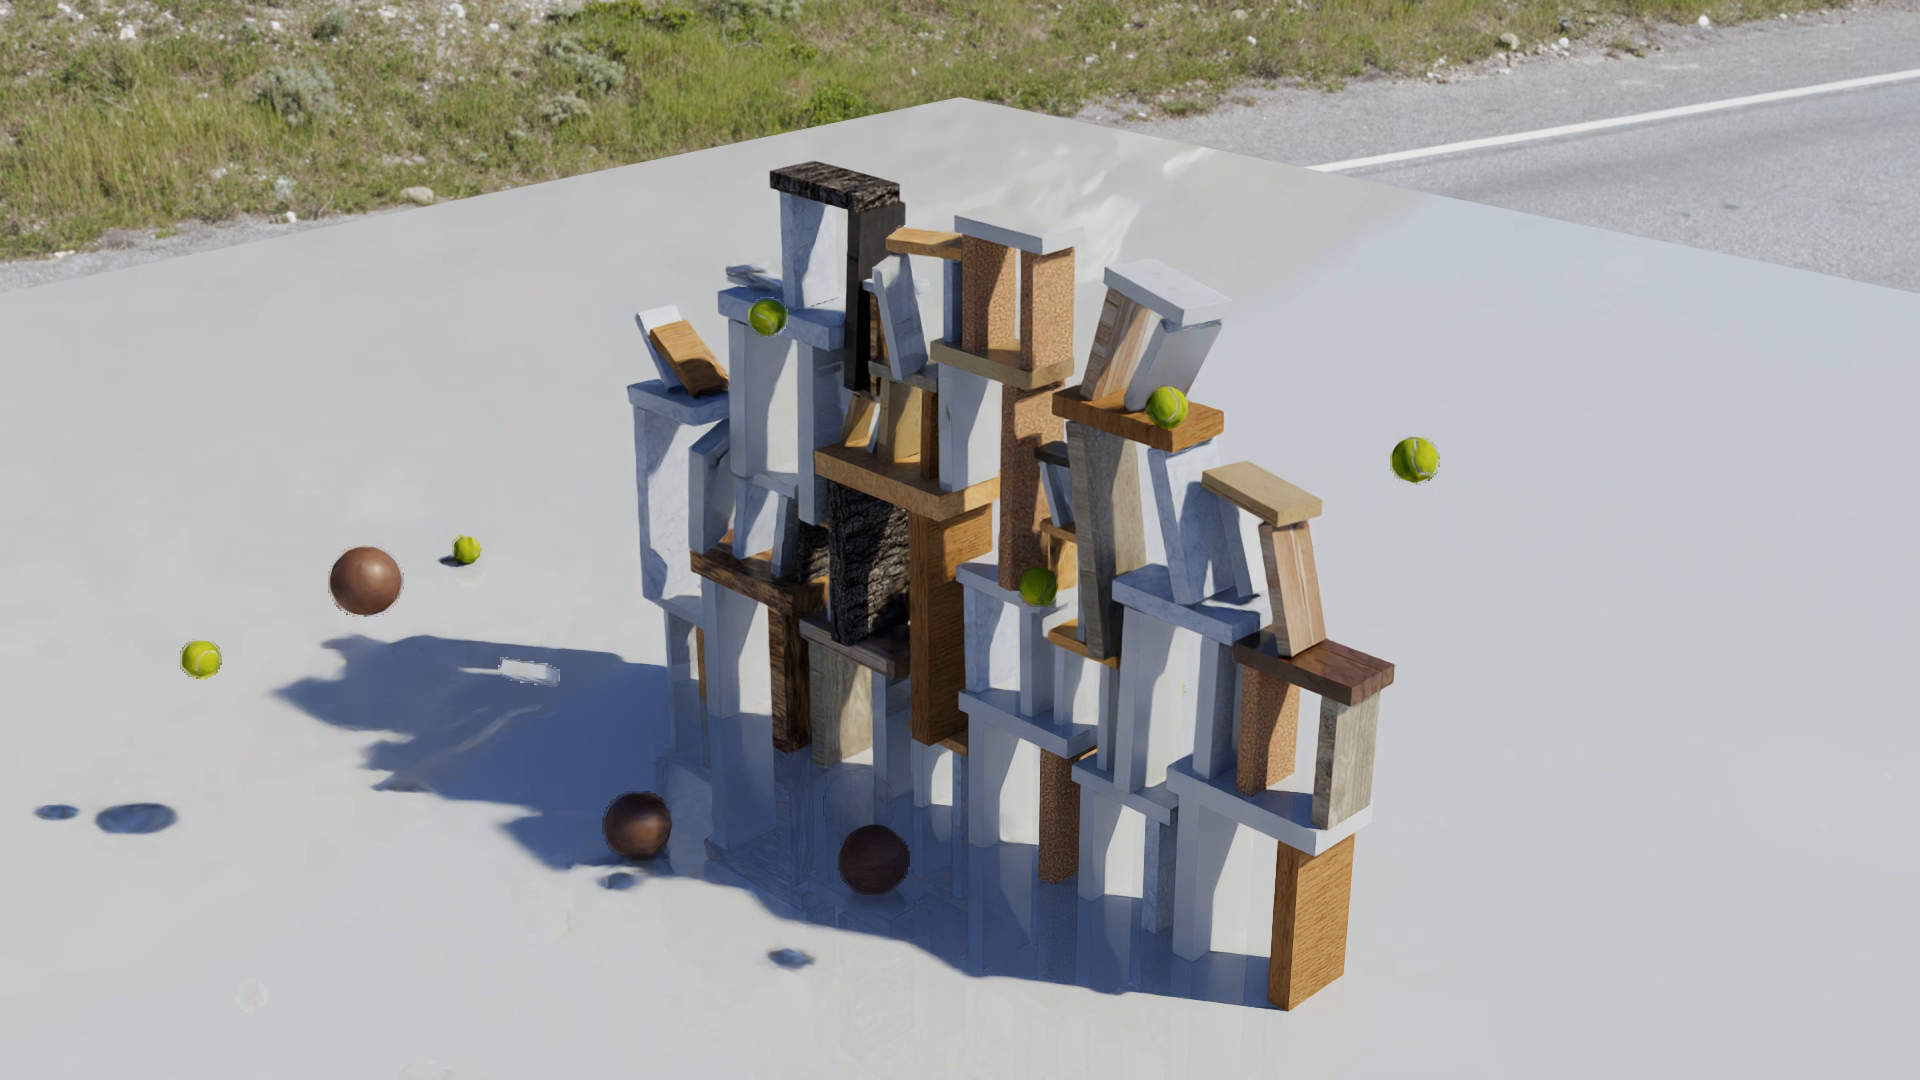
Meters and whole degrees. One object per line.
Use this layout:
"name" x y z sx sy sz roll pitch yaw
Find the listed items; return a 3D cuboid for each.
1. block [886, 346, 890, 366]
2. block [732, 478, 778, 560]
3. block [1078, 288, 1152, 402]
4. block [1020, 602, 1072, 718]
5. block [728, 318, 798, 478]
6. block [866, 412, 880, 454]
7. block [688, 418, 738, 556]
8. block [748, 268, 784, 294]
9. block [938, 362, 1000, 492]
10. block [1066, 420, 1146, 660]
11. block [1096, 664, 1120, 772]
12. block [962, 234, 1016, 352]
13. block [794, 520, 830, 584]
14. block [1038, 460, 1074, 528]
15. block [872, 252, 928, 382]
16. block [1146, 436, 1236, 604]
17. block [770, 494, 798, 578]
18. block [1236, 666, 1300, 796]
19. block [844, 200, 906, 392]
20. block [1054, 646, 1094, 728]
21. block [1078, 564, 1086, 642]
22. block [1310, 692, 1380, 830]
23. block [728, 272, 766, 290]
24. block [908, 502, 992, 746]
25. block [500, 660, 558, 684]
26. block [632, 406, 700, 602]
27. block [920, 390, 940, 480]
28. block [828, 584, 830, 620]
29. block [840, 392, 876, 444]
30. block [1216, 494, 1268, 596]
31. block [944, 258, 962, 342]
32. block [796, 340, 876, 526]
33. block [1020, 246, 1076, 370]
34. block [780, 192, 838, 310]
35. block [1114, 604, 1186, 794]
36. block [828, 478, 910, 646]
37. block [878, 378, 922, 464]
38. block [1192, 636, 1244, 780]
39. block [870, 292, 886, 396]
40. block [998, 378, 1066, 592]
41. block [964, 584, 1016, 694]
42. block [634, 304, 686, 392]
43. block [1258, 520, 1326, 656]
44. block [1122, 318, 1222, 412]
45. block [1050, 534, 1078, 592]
"block" -0.115 -0.400 4.135 0.018 0.131 0.065 12 29 27
"block" -0.432 -0.058 4.676 0.096 0.192 0.027 -21 41 -40
"block" 0.273 -0.346 3.774 0.030 0.210 0.105 36 39 29
"block" 0.161 0.215 4.144 0.031 0.219 0.109 20 30 41
"block" -0.396 -0.310 4.522 0.047 0.334 0.167 23 32 38
"block" -0.141 -0.222 4.281 0.057 0.114 0.016 -20 56 -38
"block" -0.517 -0.117 4.664 0.040 0.285 0.143 27 47 20
"block" -0.376 -0.521 4.416 0.095 0.013 0.047 28 31 34
"block" 0.017 -0.223 4.105 0.123 0.247 0.035 -21 30 -41
"block" 0.268 -0.014 3.921 0.039 0.438 0.136 11 24 44
"block" 0.291 0.314 4.048 0.082 0.217 0.023 -21 31 -40
"block" 0.053 -0.456 3.972 0.030 0.214 0.107 21 31 41
"block" -0.304 0.012 4.562 0.076 0.151 0.021 -21 40 -41
"block" 0.183 -0.090 3.979 0.061 0.122 0.017 -22 12 -39
"block" -0.109 -0.412 4.042 0.022 0.232 0.079 17 43 35
"block" 0.403 -0.040 3.769 0.136 0.273 0.039 -22 15 -41
"block" -0.342 -0.022 4.591 0.027 0.192 0.096 32 38 34
"block" 0.531 0.309 3.775 0.034 0.241 0.121 22 31 40
"block" -0.165 -0.468 4.215 0.033 0.357 0.117 26 34 38
"block" 0.213 0.260 4.109 0.082 0.165 0.023 -21 31 -41
"block" 0.243 0.090 3.997 0.063 0.189 0.018 -21 31 -40
"block" 0.645 0.353 3.671 0.121 0.241 0.034 -21 32 -41
"block" -0.425 -0.525 4.461 0.047 0.013 0.094 -18 27 -37
"block" -0.016 0.150 4.296 0.176 0.488 0.050 -22 31 -40
"block" -0.870 0.268 4.450 0.090 0.026 0.181 9 -8 -2
"block" -0.643 -0.095 4.864 0.143 0.458 0.040 -22 33 -40
"block" -0.032 -0.212 4.160 0.091 0.182 0.026 -23 37 -39
"block" -0.232 0.066 4.508 0.076 0.206 0.021 -21 37 -41
"block" -0.198 -0.246 4.335 0.057 0.114 0.016 -22 51 -40
"block" 0.492 -0.005 3.790 0.028 0.194 0.097 -12 0 31
"block" 0.005 -0.448 4.026 0.022 0.158 0.079 21 31 40
"block" -0.246 -0.232 4.399 0.167 0.380 0.047 -21 32 -40
"block" 0.154 -0.416 3.880 0.107 0.214 0.030 -21 31 -41
"block" -0.295 -0.577 4.302 0.033 0.235 0.117 19 30 38
"block" 0.344 0.269 3.960 0.134 0.368 0.038 -21 33 -41
"block" -0.181 0.022 4.424 0.176 0.352 0.050 -21 31 -41
"block" -0.112 -0.244 4.235 0.091 0.182 0.026 -21 38 -36
"block" 0.469 0.272 3.826 0.134 0.268 0.038 -21 32 -41
"block" -0.141 -0.382 4.208 0.065 0.208 0.018 -20 32 -38
"block" 0.131 -0.109 4.034 0.123 0.401 0.035 -18 30 -37
"block" 0.058 0.175 4.239 0.109 0.219 0.031 -21 30 -41
"block" -0.616 -0.410 4.691 0.090 0.181 0.026 -18 -13 -33
"block" 0.553 0.071 3.652 0.097 0.225 0.028 -21 16 -41
"block" 0.354 -0.298 3.685 0.105 0.210 0.030 -10 60 -22
"block" 0.197 0.028 4.062 0.063 0.127 0.018 -15 27 -31
